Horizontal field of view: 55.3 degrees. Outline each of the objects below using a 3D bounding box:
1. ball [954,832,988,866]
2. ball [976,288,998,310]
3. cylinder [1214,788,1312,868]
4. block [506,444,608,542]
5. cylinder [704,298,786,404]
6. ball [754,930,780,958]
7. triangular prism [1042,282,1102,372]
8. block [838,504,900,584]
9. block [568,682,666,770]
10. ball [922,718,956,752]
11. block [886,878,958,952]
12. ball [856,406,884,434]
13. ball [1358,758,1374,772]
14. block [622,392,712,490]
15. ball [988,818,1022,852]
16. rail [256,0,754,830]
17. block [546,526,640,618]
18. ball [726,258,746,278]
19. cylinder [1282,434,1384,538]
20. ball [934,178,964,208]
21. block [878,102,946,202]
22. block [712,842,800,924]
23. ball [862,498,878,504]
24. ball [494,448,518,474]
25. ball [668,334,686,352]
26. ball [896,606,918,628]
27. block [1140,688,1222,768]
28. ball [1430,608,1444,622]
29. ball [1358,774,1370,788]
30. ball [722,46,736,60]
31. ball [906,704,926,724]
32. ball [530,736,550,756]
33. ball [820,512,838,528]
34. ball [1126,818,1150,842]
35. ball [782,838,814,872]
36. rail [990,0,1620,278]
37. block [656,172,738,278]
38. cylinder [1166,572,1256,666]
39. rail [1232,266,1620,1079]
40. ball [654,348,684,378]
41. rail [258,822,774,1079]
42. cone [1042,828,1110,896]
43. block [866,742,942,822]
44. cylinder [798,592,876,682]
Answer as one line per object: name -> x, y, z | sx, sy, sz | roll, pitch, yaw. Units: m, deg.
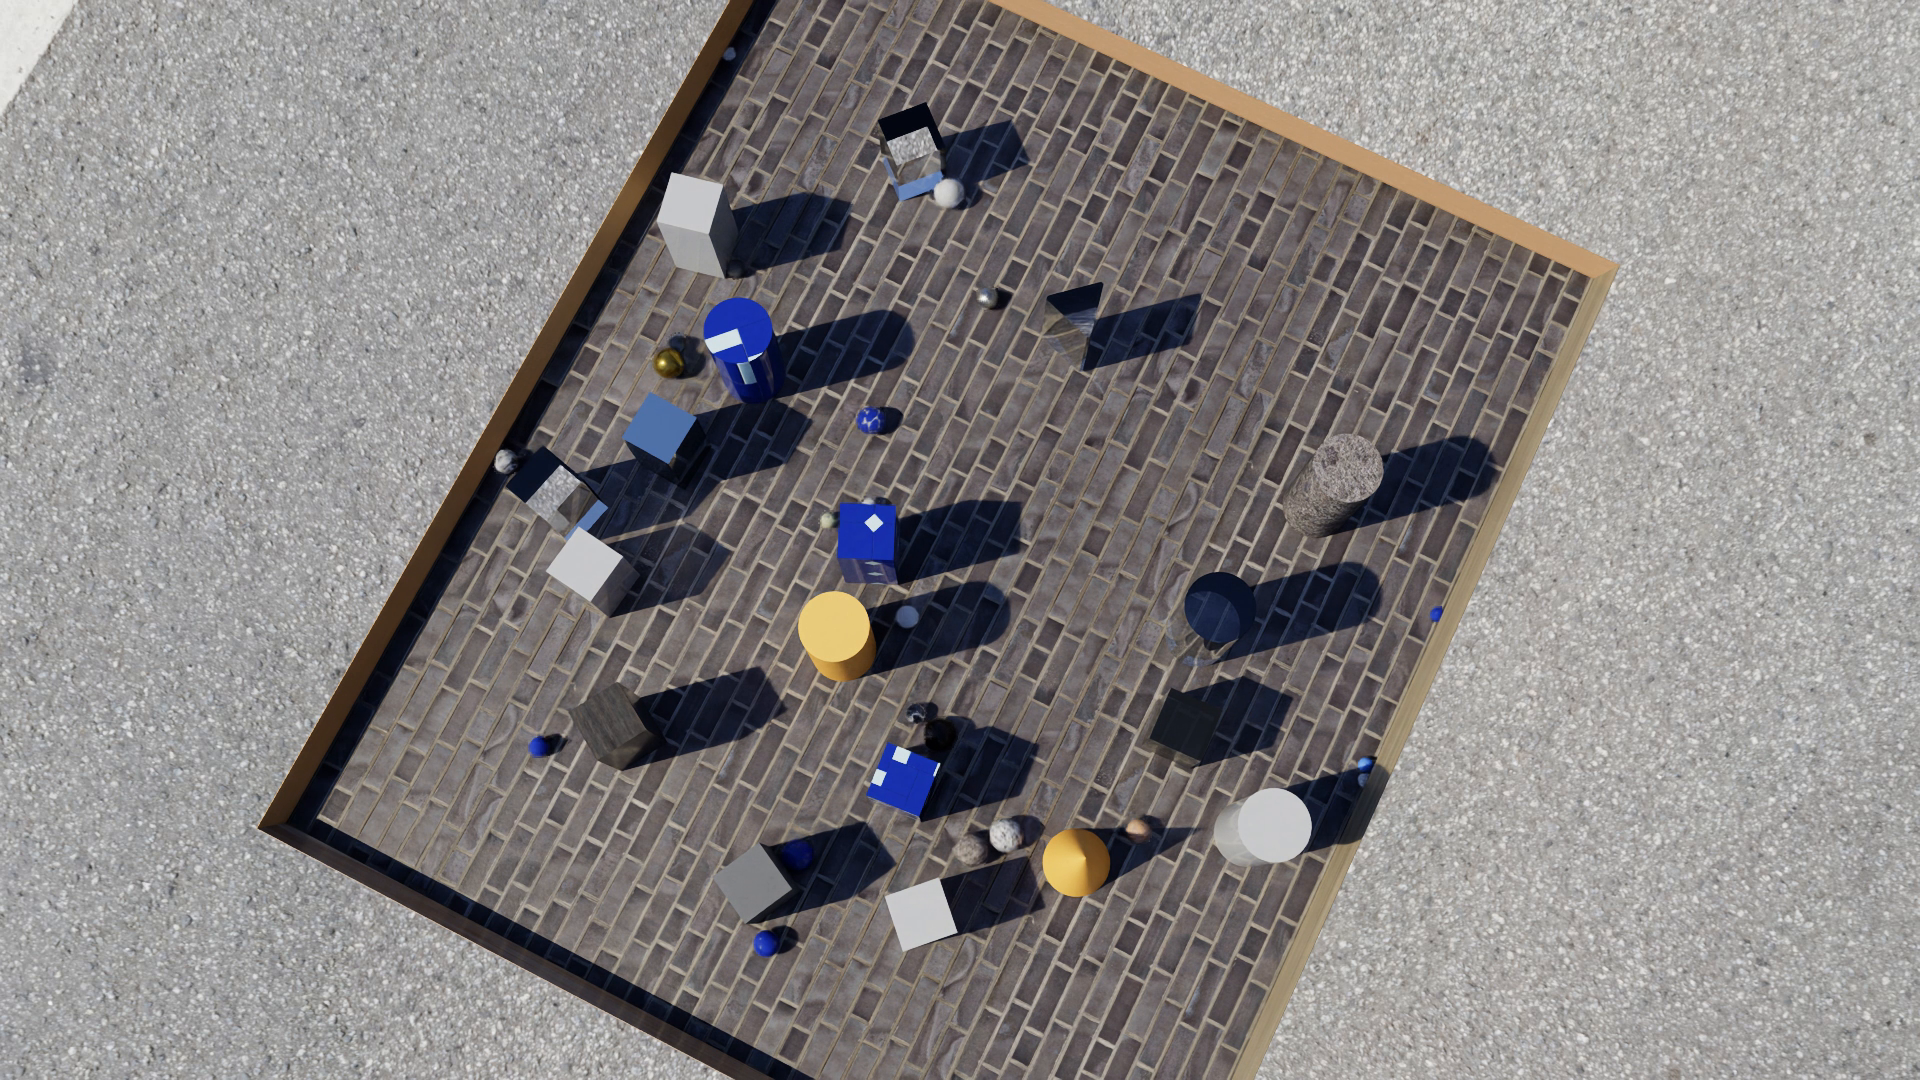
ball -> 0.034, 0.909, 5.378 | 0.099, 0.099, 0.099 | 0, 78, 0
ball -> 0.086, -0.757, 5.739 | 0.066, 0.066, 0.066 | 0, 78, 0
cylinder -> 0.853, 0.821, 5.201 | 0.200, 0.480, 0.200 | 0, 78, 0
block -> -1.195, -0.127, 5.453 | 0.160, 0.373, 0.160 | 39, 81, 7
cylinder -> -0.644, -0.564, 5.517 | 0.200, 0.424, 0.200 | 0, 78, 0
ball -> -0.563, 1.174, 5.333 | 0.079, 0.079, 0.079 | 0, 78, 0
triangular prism -> 0.369, -0.671, 5.573 | 0.173, 0.358, 0.150 | 44, 82, 8
block -> -0.266, 0.016, 5.413 | 0.160, 0.393, 0.160 | 2, 78, 0
block -> -0.987, 0.544, 5.311 | 0.160, 0.379, 0.160 | -32, 80, -6
ball -> -0.062, 0.579, 5.447 | 0.098, 0.098, 0.098 | 0, 78, 0
block -> -0.109, 1.074, 5.254 | 0.160, 0.276, 0.160 | -19, 79, -4
ball -> -0.276, -0.368, 5.648 | 0.087, 0.087, 0.087 | 0, 78, 0
ball -> 1.207, 0.669, 5.455 | 0.045, 0.045, 0.045 | 0, 78, 0
block -> -0.877, -0.294, 5.508 | 0.160, 0.333, 0.160 | 29, 80, 6
ball -> 0.135, 0.868, 5.386 | 0.100, 0.100, 0.100 | 0, 78, 0
rail -> -1.267, -0.613, 5.676 | 0.045, 0.130, 3.365 | 26, 80, 5
block -> -1.087, 0.099, 5.446 | 0.160, 0.293, 0.160 | 33, 80, 6
ball -> -0.705, -0.856, 5.764 | 0.058, 0.058, 0.058 | 0, 78, 0
cylinder -> 1.092, -0.153, 5.397 | 0.200, 0.492, 0.200 | 0, 78, 0
ball -> -0.035, -1.098, 5.794 | 0.097, 0.097, 0.097 | 0, 78, 0
block -> -0.148, -1.209, 5.721 | 0.160, 0.286, 0.160 | -21, 79, -4
block -> -0.580, 0.987, 5.259 | 0.160, 0.300, 0.160 | -36, 81, -7
ball -> -0.274, -0.102, 5.610 | 0.055, 0.055, 0.055 | 0, 78, 0
ball -> -1.395, -0.243, 5.628 | 0.075, 0.075, 0.075 | 0, 78, 0
ball -> -0.882, -0.612, 5.715 | 0.056, 0.056, 0.056 | 0, 78, 0
ball -> -0.160, 0.232, 5.533 | 0.069, 0.069, 0.069 | 0, 78, 0
block -> 0.646, 0.554, 5.366 | 0.160, 0.266, 0.160 | 24, 79, 5
ball -> 1.446, 0.226, 5.547 | 0.045, 0.045, 0.045 | 0, 78, 0
ball -> 1.204, 0.714, 5.447 | 0.043, 0.043, 0.043 | 0, 78, 0
ball -> -0.746, -1.571, 5.918 | 0.047, 0.047, 0.047 | 0, 78, 0
ball -> -0.133, 0.520, 5.479 | 0.060, 0.060, 0.060 | 0, 78, 0
ball -> -1.251, 0.615, 5.458 | 0.061, 0.061, 0.061 | 0, 78, 0
ball -> -0.401, -0.059, 5.603 | 0.051, 0.051, 0.051 | 0, 78, 0
ball -> 0.524, 0.858, 5.403 | 0.070, 0.070, 0.070 | 0, 78, 0
ball -> -0.476, 0.924, 5.376 | 0.096, 0.096, 0.096 | 0, 78, 0
rail -> 0.742, -1.446, 5.849 | 2.880, 0.130, 0.045 | 26, 80, 5
block -> -0.800, -0.959, 5.618 | 0.160, 0.385, 0.160 | 14, 79, 3
cylinder -> 0.721, 0.236, 5.316 | 0.200, 0.494, 0.200 | 0, 78, 0
rail -> 1.267, 0.627, 5.419 | 0.045, 0.130, 3.365 | 26, 80, 5
ball -> -0.901, -0.547, 5.682 | 0.093, 0.093, 0.093 | 0, 78, 0
rail -> -0.742, 1.460, 5.247 | 2.880, 0.130, 0.045 | 26, 80, 5
cone -> 0.345, 0.913, 5.221 | 0.200, 0.405, 0.200 | 0, 78, 0
block -> -0.160, 0.705, 5.311 | 0.160, 0.313, 0.160 | 21, 79, 4
cylinder -> -0.353, 0.286, 5.337 | 0.200, 0.431, 0.200 | 0, 78, 0
